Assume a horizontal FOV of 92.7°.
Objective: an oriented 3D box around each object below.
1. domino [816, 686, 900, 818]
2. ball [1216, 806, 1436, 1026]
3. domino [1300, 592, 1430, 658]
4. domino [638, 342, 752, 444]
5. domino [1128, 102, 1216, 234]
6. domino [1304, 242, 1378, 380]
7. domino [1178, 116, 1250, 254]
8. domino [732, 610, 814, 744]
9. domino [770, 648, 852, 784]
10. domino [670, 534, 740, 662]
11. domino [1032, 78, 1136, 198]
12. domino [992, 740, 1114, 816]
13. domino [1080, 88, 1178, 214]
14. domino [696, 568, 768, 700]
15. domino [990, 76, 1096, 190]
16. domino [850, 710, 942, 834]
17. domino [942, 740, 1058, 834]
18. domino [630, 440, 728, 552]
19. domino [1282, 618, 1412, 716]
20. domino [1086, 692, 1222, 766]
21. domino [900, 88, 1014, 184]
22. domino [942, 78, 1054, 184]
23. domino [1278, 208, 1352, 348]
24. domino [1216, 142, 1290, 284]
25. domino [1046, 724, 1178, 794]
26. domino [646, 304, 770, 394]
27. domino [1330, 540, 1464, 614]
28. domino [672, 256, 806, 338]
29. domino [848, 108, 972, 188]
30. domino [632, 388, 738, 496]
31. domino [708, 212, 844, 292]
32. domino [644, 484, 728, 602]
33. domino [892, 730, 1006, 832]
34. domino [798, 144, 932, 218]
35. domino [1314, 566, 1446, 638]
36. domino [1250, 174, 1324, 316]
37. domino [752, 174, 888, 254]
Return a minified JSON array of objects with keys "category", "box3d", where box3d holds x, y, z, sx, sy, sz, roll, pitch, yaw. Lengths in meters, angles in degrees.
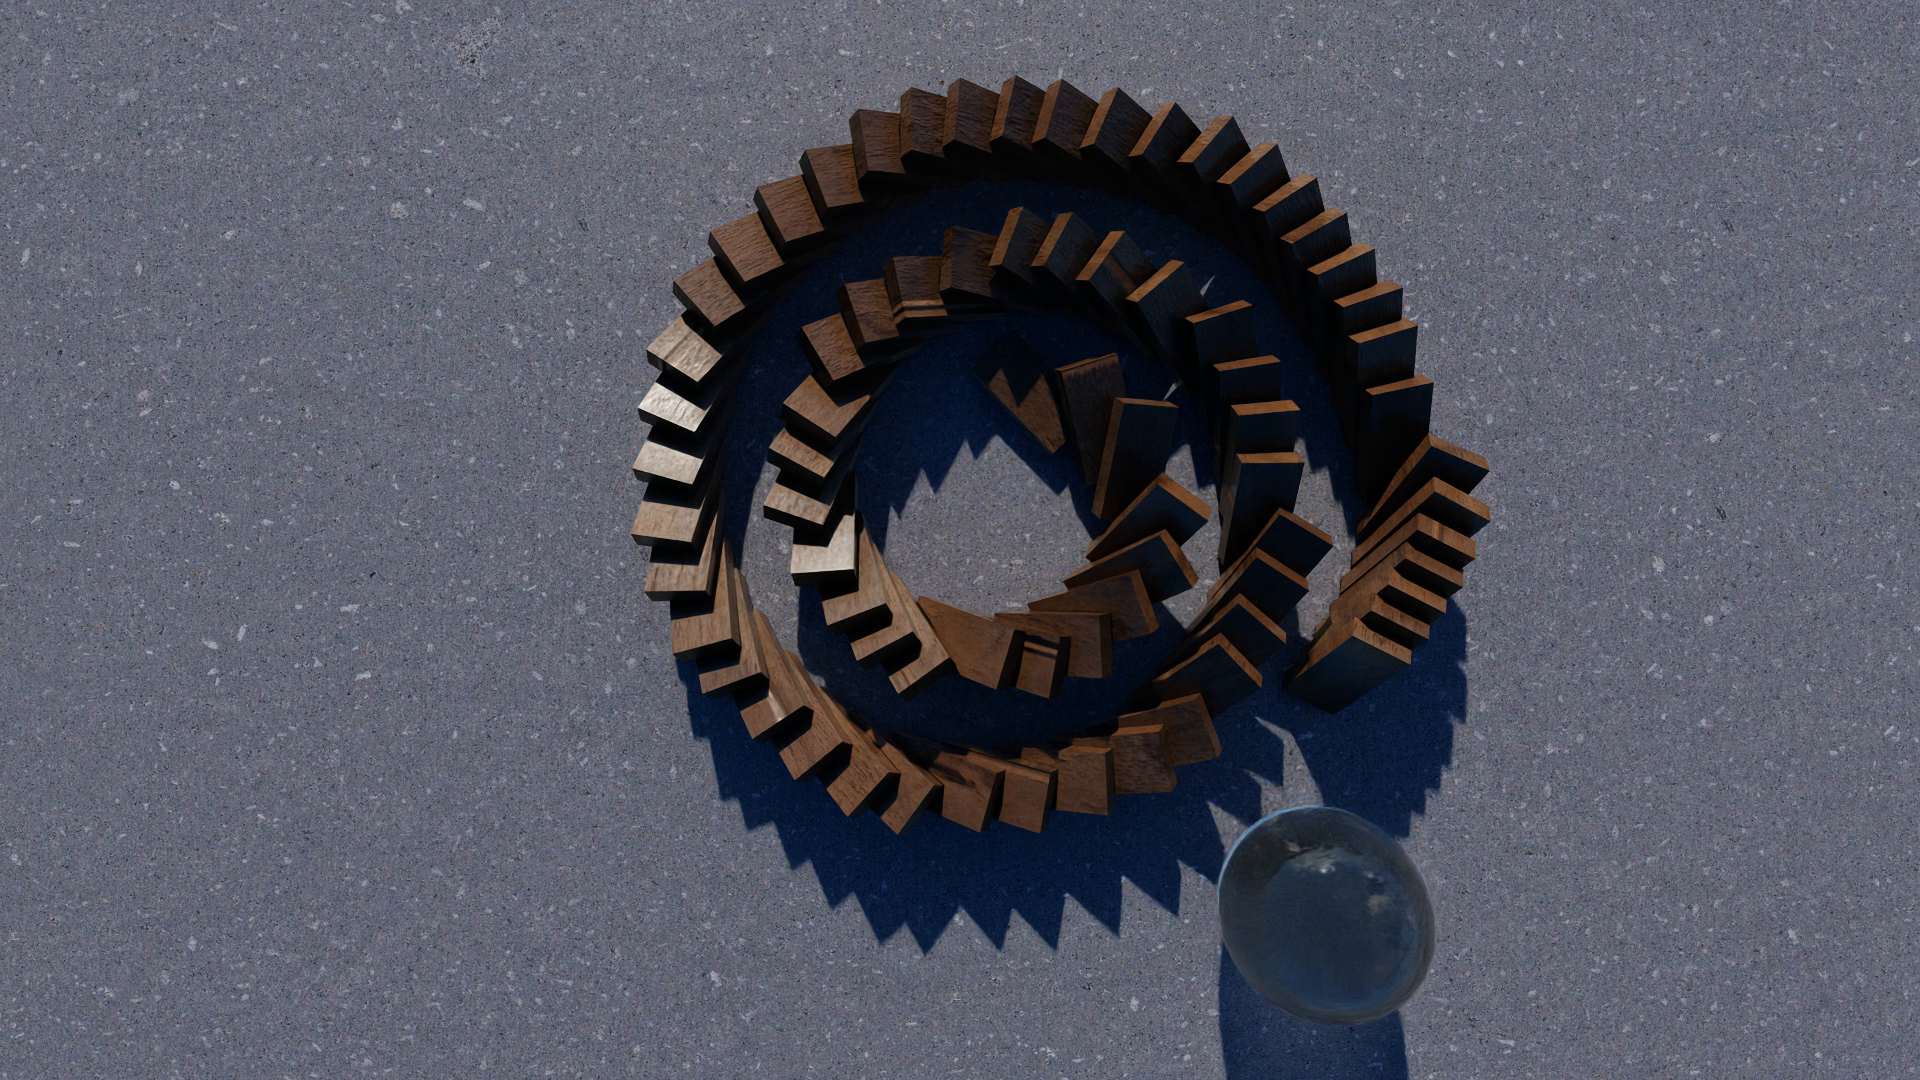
[{"category":"domino","box3d":[-0.051,0.088,0.383,0.025,0.010,0.050,-48,61,3]},{"category":"ball","box3d":[0.142,0.146,0.360,0.080,0.080,0.080,0,90,0]},{"category":"domino","box3d":[0.165,0.043,0.377,0.025,0.050,0.010,27,52,0]},{"category":"domino","box3d":[-0.110,-0.067,0.384,0.025,0.010,0.050,23,62,0]},{"category":"domino","box3d":[0.096,-0.154,0.383,0.050,0.009,0.025,32,90,-31]},{"category":"domino","box3d":[0.160,-0.094,0.381,0.025,0.010,0.050,-25,126,0]},{"category":"domino","box3d":[0.113,-0.147,0.381,0.025,0.009,0.050,-49,126,-2]},{"category":"domino","box3d":[-0.084,0.057,0.384,0.025,0.010,0.050,-33,62,0]},{"category":"domino","box3d":[-0.069,0.073,0.384,0.025,0.009,0.050,-39,62,1]},{"category":"domino","box3d":[-0.107,0.024,0.382,0.025,0.009,0.050,-15,60,3]},{"category":"domino","box3d":[0.055,-0.166,0.382,0.050,0.010,0.025,18,87,-31]},{"category":"domino","box3d":[0.039,0.099,0.384,0.050,0.010,0.025,-2,90,27]},{"category":"domino","box3d":[0.076,-0.162,0.383,0.050,0.009,0.025,24,89,-31]},{"category":"domino","box3d":[-0.099,0.039,0.384,0.025,0.010,0.050,-21,61,0]},{"category":"domino","box3d":[0.038,-0.169,0.383,0.050,0.009,0.025,13,89,-32]},{"category":"domino","box3d":[-0.034,0.097,0.384,0.050,0.010,0.025,36,90,27]},{"category":"domino","box3d":[0.014,0.103,0.385,0.050,0.009,0.025,10,90,26]},{"category":"domino","box3d":[-0.117,-0.020,0.383,0.025,0.010,0.050,8,62,3]},{"category":"domino","box3d":[0.158,0.053,0.377,0.025,0.050,0.010,27,52,0]},{"category":"domino","box3d":[0.081,0.083,0.384,0.050,0.010,0.025,-21,90,28]},{"category":"domino","box3d":[-0.001,-0.168,0.383,0.050,0.010,0.025,0,90,-32]},{"category":"domino","box3d":[0.017,-0.170,0.382,0.050,0.010,0.025,6,88,-32]},{"category":"domino","box3d":[0.151,-0.108,0.381,0.025,0.010,0.050,-29,127,0]},{"category":"domino","box3d":[0.127,-0.135,0.381,0.025,0.010,0.050,-41,126,-1]},{"category":"domino","box3d":[0.063,0.093,0.384,0.050,0.010,0.025,-12,93,28]},{"category":"domino","box3d":[-0.104,-0.086,0.384,0.025,0.009,0.050,33,62,2]},{"category":"domino","box3d":[0.178,0.023,0.377,0.025,0.050,0.010,27,52,0]},{"category":"domino","box3d":[-0.092,-0.109,0.384,0.025,0.010,0.050,48,63,1]},{"category":"domino","box3d":[-0.020,-0.163,0.383,0.050,0.009,0.025,-9,90,-32]},{"category":"domino","box3d":[-0.114,-0.045,0.384,0.025,0.010,0.050,15,62,0]},{"category":"domino","box3d":[-0.077,-0.126,0.384,0.050,0.010,0.025,-34,89,-26]},{"category":"domino","box3d":[-0.114,0.001,0.383,0.025,0.009,0.050,-1,61,2]},{"category":"domino","box3d":[-0.008,0.101,0.385,0.050,0.010,0.025,15,90,26]},{"category":"domino","box3d":[-0.039,-0.152,0.384,0.050,0.010,0.025,-21,90,-28]},{"category":"domino","box3d":[0.172,0.033,0.377,0.025,0.050,0.009,27,52,0]},{"category":"domino","box3d":[0.141,-0.122,0.382,0.025,0.010,0.050,-33,125,0]},{"category":"domino","box3d":[-0.058,-0.141,0.385,0.050,0.010,0.025,-27,90,-26]}]
